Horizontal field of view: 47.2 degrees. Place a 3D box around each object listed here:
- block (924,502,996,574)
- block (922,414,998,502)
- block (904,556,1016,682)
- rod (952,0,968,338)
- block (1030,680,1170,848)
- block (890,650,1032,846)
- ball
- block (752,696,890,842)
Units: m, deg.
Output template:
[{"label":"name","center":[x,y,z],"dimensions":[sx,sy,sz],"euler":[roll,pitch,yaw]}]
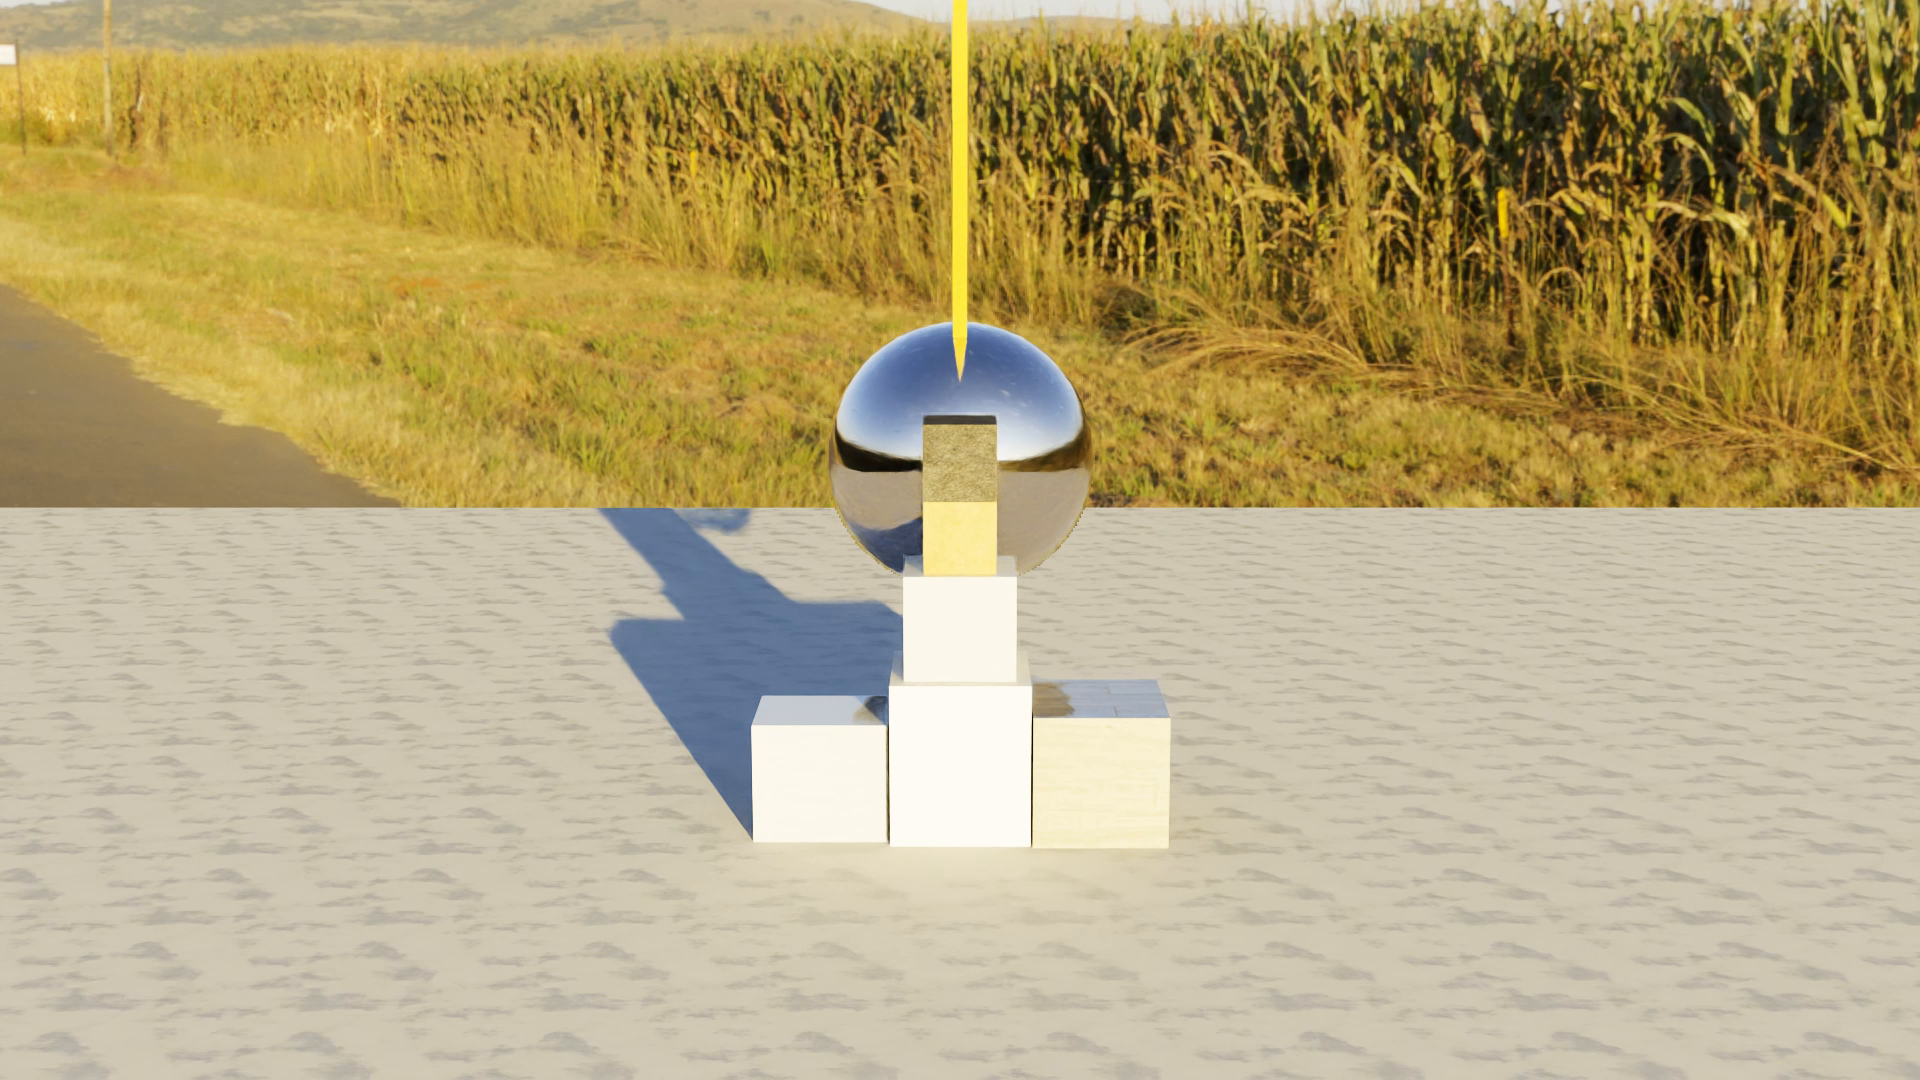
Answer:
[{"label":"block","center":[0.000,-0.045,11.183],"dimensions":[0.363,0.363,0.386],"euler":[0,10,0]},{"label":"block","center":[0.000,-0.415,11.116],"dimensions":[0.370,0.389,0.401],"euler":[0,10,0]},{"label":"block","center":[0.000,0.396,11.267],"dimensions":[0.563,0.533,0.577],"euler":[0,10,0]},{"label":"rod","center":[0.000,-3.436,11.469],"dimensions":[0.080,5.200,0.080],"euler":[0,31,0]},{"label":"block","center":[0.706,1.146,11.383],"dimensions":[0.681,0.673,0.803],"euler":[0,10,0]},{"label":"block","center":[0.002,1.066,11.385],"dimensions":[0.707,0.829,0.778],"euler":[0,10,0]},{"label":"ball","center":[0.000,-0.507,13.196],"dimensions":[1.600,1.600,1.600],"euler":[0,10,0]},{"label":"block","center":[-0.704,1.177,11.391],"dimensions":[0.685,0.608,0.604],"euler":[0,10,0]}]
